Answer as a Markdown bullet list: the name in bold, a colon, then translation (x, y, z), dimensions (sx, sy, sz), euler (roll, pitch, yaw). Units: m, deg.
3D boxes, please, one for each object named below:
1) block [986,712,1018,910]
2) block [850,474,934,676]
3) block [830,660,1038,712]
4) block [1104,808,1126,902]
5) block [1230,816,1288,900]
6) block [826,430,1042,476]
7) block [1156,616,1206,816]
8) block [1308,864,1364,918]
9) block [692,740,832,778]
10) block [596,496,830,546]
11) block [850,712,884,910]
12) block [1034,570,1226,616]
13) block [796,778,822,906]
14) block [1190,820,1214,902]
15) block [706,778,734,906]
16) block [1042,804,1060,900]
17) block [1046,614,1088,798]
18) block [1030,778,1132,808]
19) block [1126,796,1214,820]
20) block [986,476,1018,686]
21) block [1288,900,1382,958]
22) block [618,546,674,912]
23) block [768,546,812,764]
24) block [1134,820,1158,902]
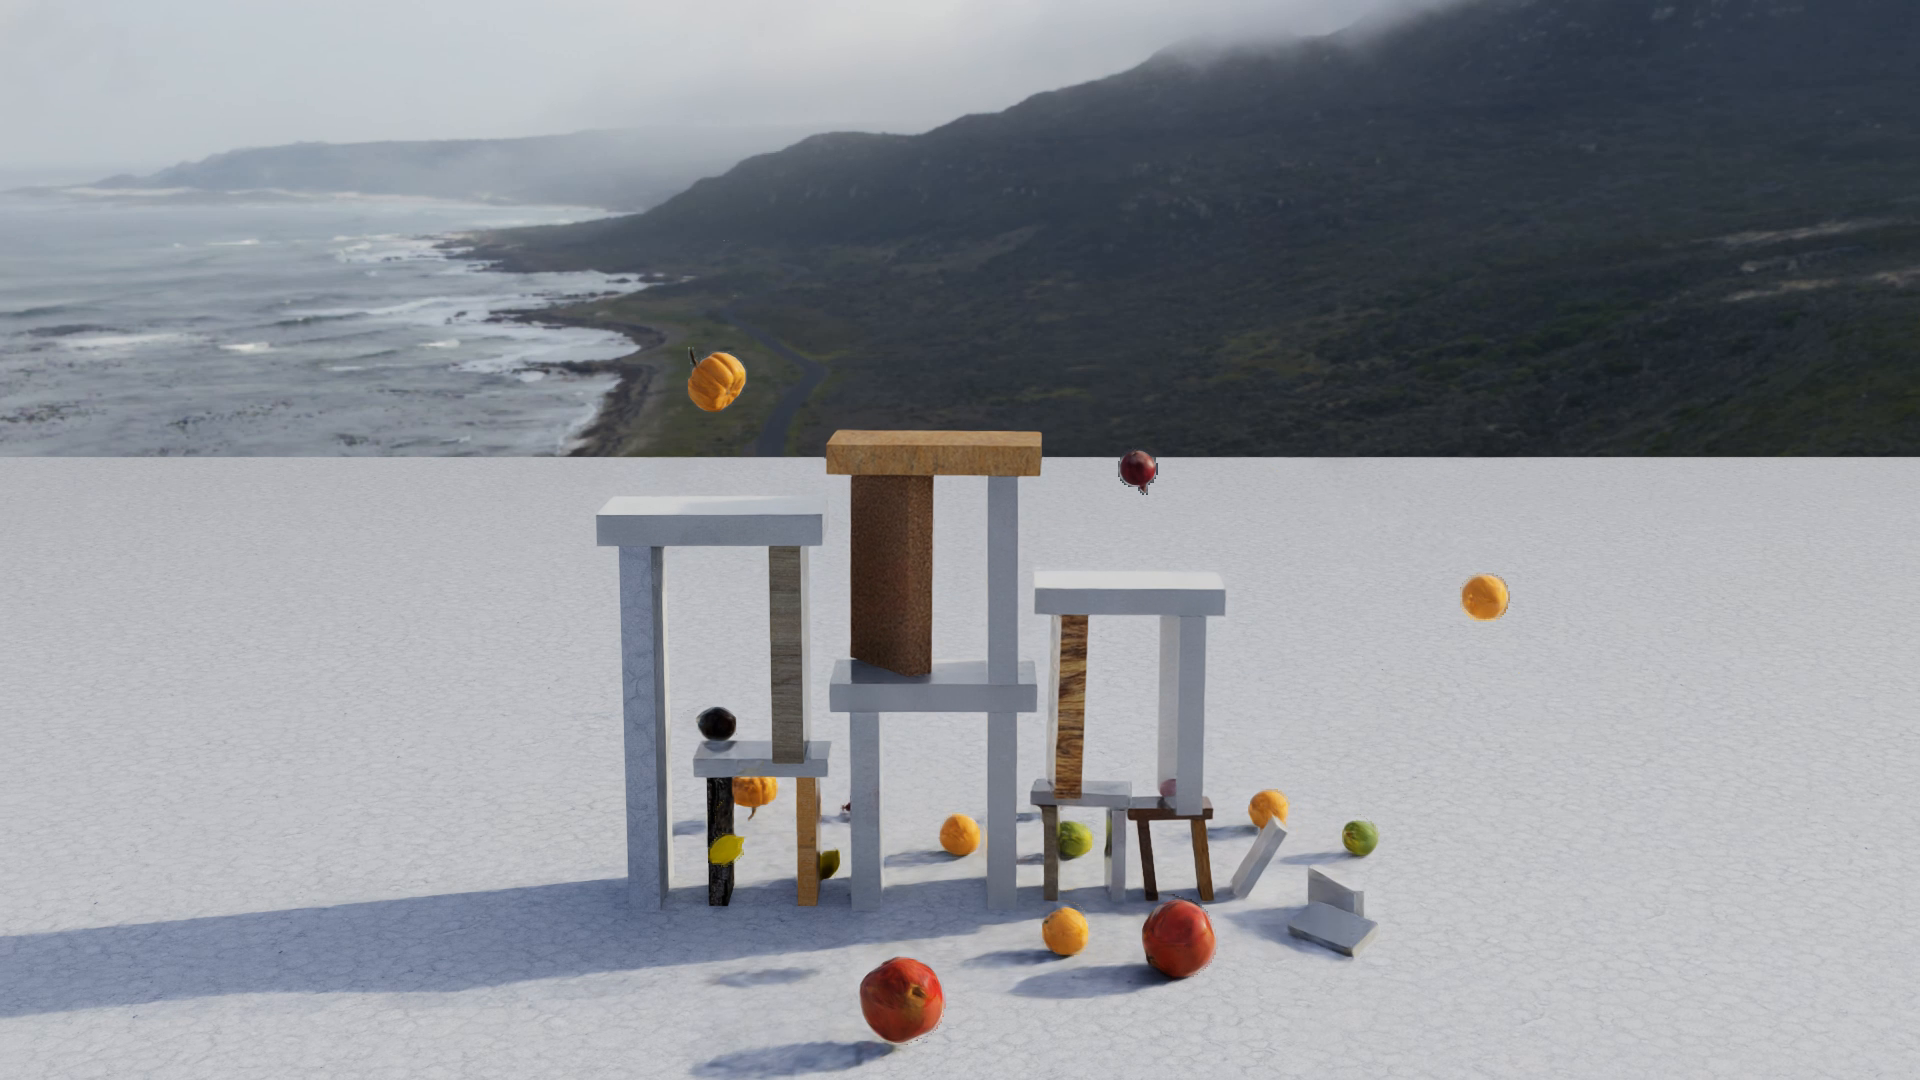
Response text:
- **block**: translation (0.069, 0.426, 3.642), dimensions (0.047, 0.333, 0.166), euler (0, 11, 0)
- **block**: translation (-0.114, 0.041, 3.618), dimensions (0.048, 0.337, 0.169), euler (-7, 12, -36)
- **block**: translation (-0.042, 0.239, 3.609), dimensions (0.333, 0.047, 0.167), euler (0, 11, 0)
- **block**: translation (0.259, 0.510, 3.656), dimensions (0.023, 0.160, 0.080), euler (-1, 10, -5)
- **block**: translation (0.497, 0.528, 3.660), dimensions (0.019, 0.134, 0.067), euler (30, 9, -5)
- **block**: translation (-0.038, -0.140, 3.538), dimensions (0.338, 0.048, 0.169), euler (1, 10, 2)
- **block**: translation (0.363, 0.271, 3.610), dimensions (0.043, 0.329, 0.152), euler (-1, 10, -7)
- **block**: translation (0.607, 0.577, 3.551), dimensions (0.019, 0.067, 0.134), euler (-7, 12, -23)
- **block**: translation (-0.324, 0.361, 3.621), dimensions (0.219, 0.031, 0.109), euler (0, 11, 0)
- **block**: translation (-0.395, -0.032, 3.557), dimensions (0.356, 0.050, 0.178), euler (0, 11, 0)
- **block**: translation (-0.154, 0.426, 3.643), dimensions (0.047, 0.333, 0.166), euler (0, 11, 0)
- **block**: translation (0.273, 0.086, 3.584), dimensions (0.304, 0.043, 0.152), euler (0, 10, 1)
- **block**: translation (-0.250, 0.483, 3.645), dimensions (0.031, 0.219, 0.109), euler (0, 11, 0)
- **block**: translation (0.401, 0.522, 3.653), dimensions (0.020, 0.139, 0.069), euler (-7, 10, 1)
- **block**: translation (-0.396, 0.483, 3.645), dimensions (0.031, 0.219, 0.109), euler (0, 11, 0)
- **block**: translation (0.152, 0.510, 3.658), dimensions (0.023, 0.160, 0.080), euler (0, 10, 6)
- **block**: translation (0.175, 0.257, 3.616), dimensions (0.043, 0.304, 0.152), euler (1, 10, -4)
- **block**: translation (0.201, 0.419, 3.643), dimensions (0.160, 0.023, 0.080), euler (1, 10, 8)
- **block**: translation (0.345, 0.443, 3.637), dimensions (0.139, 0.020, 0.069), euler (0, 10, -1)
- **block**: translation (0.067, 0.051, 3.567), dimensions (0.048, 0.337, 0.169), euler (0, 10, -1)
- **block**: translation (0.586, 0.609, 3.443), dimensions (0.067, 0.019, 0.134), euler (-37, 29, -28)
- **block**: translation (-0.514, 0.291, 3.617), dimensions (0.050, 0.606, 0.178), euler (0, 11, 0)
- **block**: translation (-0.277, 0.168, 3.594), dimensions (0.050, 0.356, 0.178), euler (0, 11, 0)
- **block**: translation (0.308, 0.522, 3.653), dimensions (0.020, 0.139, 0.069), euler (-7, 10, 1)
